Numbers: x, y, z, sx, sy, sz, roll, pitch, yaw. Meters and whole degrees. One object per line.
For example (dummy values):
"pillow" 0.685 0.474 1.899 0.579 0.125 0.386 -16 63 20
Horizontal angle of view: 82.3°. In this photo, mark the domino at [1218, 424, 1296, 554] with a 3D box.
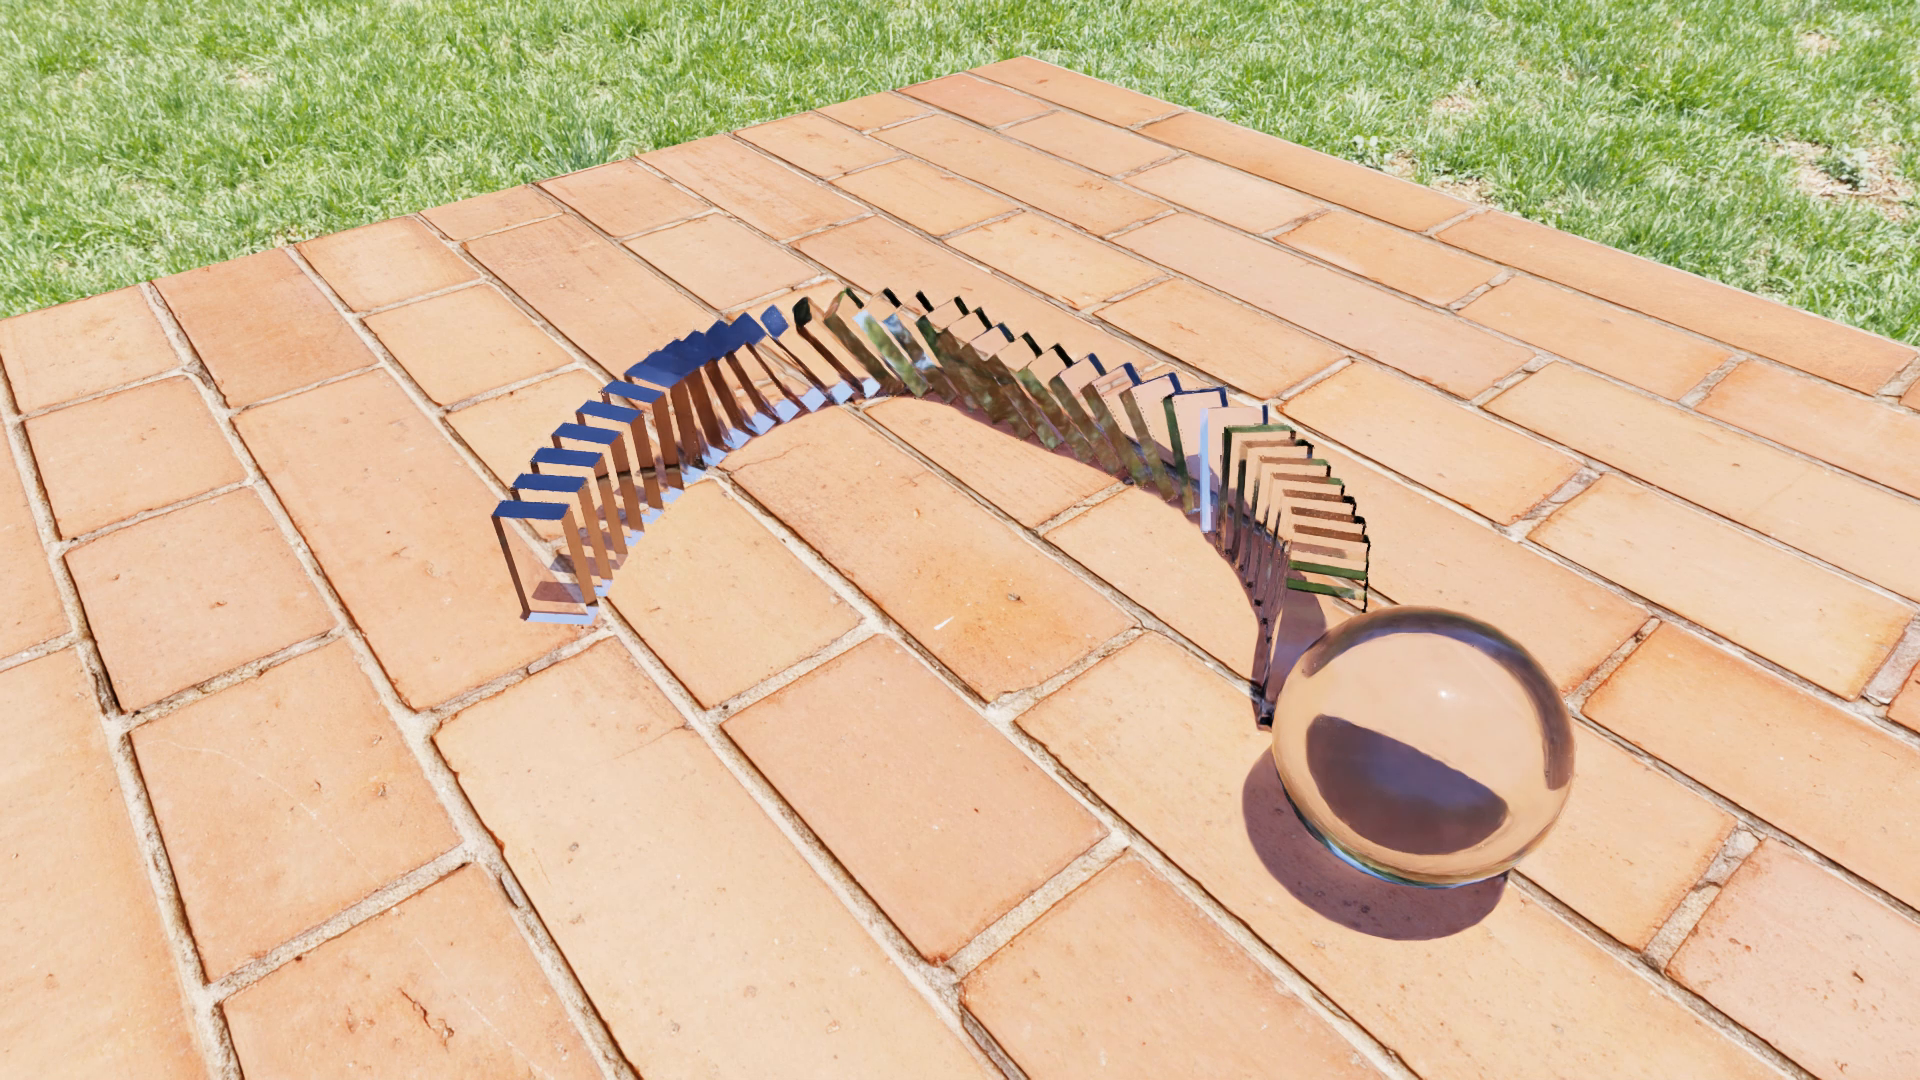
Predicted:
"domino" 0.117 -0.020 0.435 0.025 0.050 0.009 -3 21 -3

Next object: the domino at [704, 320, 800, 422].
"domino" -0.095 -0.077 0.507 0.009 0.050 0.025 -45 52 -8

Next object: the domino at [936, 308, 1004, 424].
"domino" 0.013 -0.082 0.518 0.025 0.010 0.050 -38 97 -37

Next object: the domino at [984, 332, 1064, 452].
"domino" 0.036 -0.068 0.502 0.025 0.009 0.050 -39 94 -38

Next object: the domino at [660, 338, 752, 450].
"domino" -0.112 -0.064 0.489 0.025 0.050 0.009 28 63 30

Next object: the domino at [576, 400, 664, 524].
"domino" -0.139 -0.031 0.450 0.025 0.050 0.010 13 41 15

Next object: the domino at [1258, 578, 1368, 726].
"domino" 0.116 0.039 0.363 0.025 0.050 0.009 9 22 11

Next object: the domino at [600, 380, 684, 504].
"domino" -0.133 -0.041 0.461 0.025 0.050 0.010 15 42 18

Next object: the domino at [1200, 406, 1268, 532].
"domino" 0.112 -0.029 0.449 0.025 0.050 0.009 -3 5 -6

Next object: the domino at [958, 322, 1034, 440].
"domino" 0.024 -0.074 0.510 0.025 0.010 0.050 -38 94 -37

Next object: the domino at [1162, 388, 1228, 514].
"domino" 0.103 -0.038 0.464 0.025 0.009 0.050 -8 82 -15

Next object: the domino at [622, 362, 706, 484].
"domino" -0.126 -0.050 0.472 0.025 0.050 0.010 20 47 23

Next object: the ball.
"ball" 0.131 0.059 0.316 0.080 0.080 0.080 0 39 0

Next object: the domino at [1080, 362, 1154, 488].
"domino" 0.076 -0.051 0.481 0.025 0.009 0.050 -31 89 -32

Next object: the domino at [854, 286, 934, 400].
"domino" -0.028 -0.096 0.533 0.010 0.050 0.025 -25 23 38

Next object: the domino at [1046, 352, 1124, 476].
"domino" 0.063 -0.056 0.489 0.025 0.009 0.050 -35 89 -35

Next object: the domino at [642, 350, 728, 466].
"domino" -0.120 -0.057 0.481 0.025 0.050 0.010 23 54 26

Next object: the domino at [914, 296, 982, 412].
"domino" 0.002 -0.089 0.526 0.025 0.050 0.010 -38 9 -37

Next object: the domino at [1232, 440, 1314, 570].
"domino" 0.121 -0.013 0.427 0.025 0.050 0.009 -2 21 -3

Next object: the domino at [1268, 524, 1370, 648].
"domino" 0.125 0.021 0.385 0.025 0.050 0.009 9 22 11

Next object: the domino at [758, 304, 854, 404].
"domino" -0.072 -0.088 0.521 0.009 0.050 0.025 -41 45 5

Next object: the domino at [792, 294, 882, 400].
"domino" -0.059 -0.092 0.528 0.010 0.050 0.025 -36 39 14

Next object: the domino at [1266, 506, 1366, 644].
"domino" 0.127 0.015 0.393 0.025 0.050 0.009 9 22 11

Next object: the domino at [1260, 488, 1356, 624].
"domino" 0.127 0.008 0.402 0.025 0.050 0.009 7 21 8

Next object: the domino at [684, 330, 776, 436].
"domino" -0.104 -0.071 0.498 0.025 0.050 0.010 30 70 32

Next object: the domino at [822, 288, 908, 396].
"domino" -0.044 -0.096 0.533 0.010 0.050 0.025 -29 29 28

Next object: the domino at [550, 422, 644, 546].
"domino" -0.143 -0.022 0.438 0.025 0.050 0.009 10 40 12

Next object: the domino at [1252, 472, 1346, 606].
"domino" 0.126 0.001 0.410 0.025 0.050 0.009 6 21 7

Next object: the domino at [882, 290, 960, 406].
"domino" -0.013 -0.093 0.530 0.010 0.050 0.025 -25 18 44

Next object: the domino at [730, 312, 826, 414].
"domino" -0.084 -0.083 0.514 0.010 0.050 0.025 -44 49 -2

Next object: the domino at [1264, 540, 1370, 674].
"domino" 0.122 0.027 0.378 0.025 0.050 0.009 9 22 11

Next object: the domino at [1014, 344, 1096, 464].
"domino" 0.050 -0.062 0.496 0.050 0.009 0.025 52 52 -2

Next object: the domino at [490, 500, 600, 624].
"domino" -0.150 0.009 0.401 0.025 0.050 0.009 3 39 4

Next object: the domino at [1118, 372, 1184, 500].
"domino" 0.090 -0.045 0.473 0.025 0.010 0.050 -22 87 -25

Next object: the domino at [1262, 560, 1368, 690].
"domino" 0.119 0.033 0.371 0.025 0.050 0.010 9 22 11

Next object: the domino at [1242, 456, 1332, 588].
"domino" 0.124 -0.006 0.419 0.025 0.050 0.009 3 21 4

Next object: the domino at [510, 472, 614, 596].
"domino" -0.149 -0.001 0.413 0.025 0.050 0.009 4 39 5

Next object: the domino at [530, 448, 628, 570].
"domino" -0.147 -0.012 0.426 0.025 0.050 0.010 6 40 7
